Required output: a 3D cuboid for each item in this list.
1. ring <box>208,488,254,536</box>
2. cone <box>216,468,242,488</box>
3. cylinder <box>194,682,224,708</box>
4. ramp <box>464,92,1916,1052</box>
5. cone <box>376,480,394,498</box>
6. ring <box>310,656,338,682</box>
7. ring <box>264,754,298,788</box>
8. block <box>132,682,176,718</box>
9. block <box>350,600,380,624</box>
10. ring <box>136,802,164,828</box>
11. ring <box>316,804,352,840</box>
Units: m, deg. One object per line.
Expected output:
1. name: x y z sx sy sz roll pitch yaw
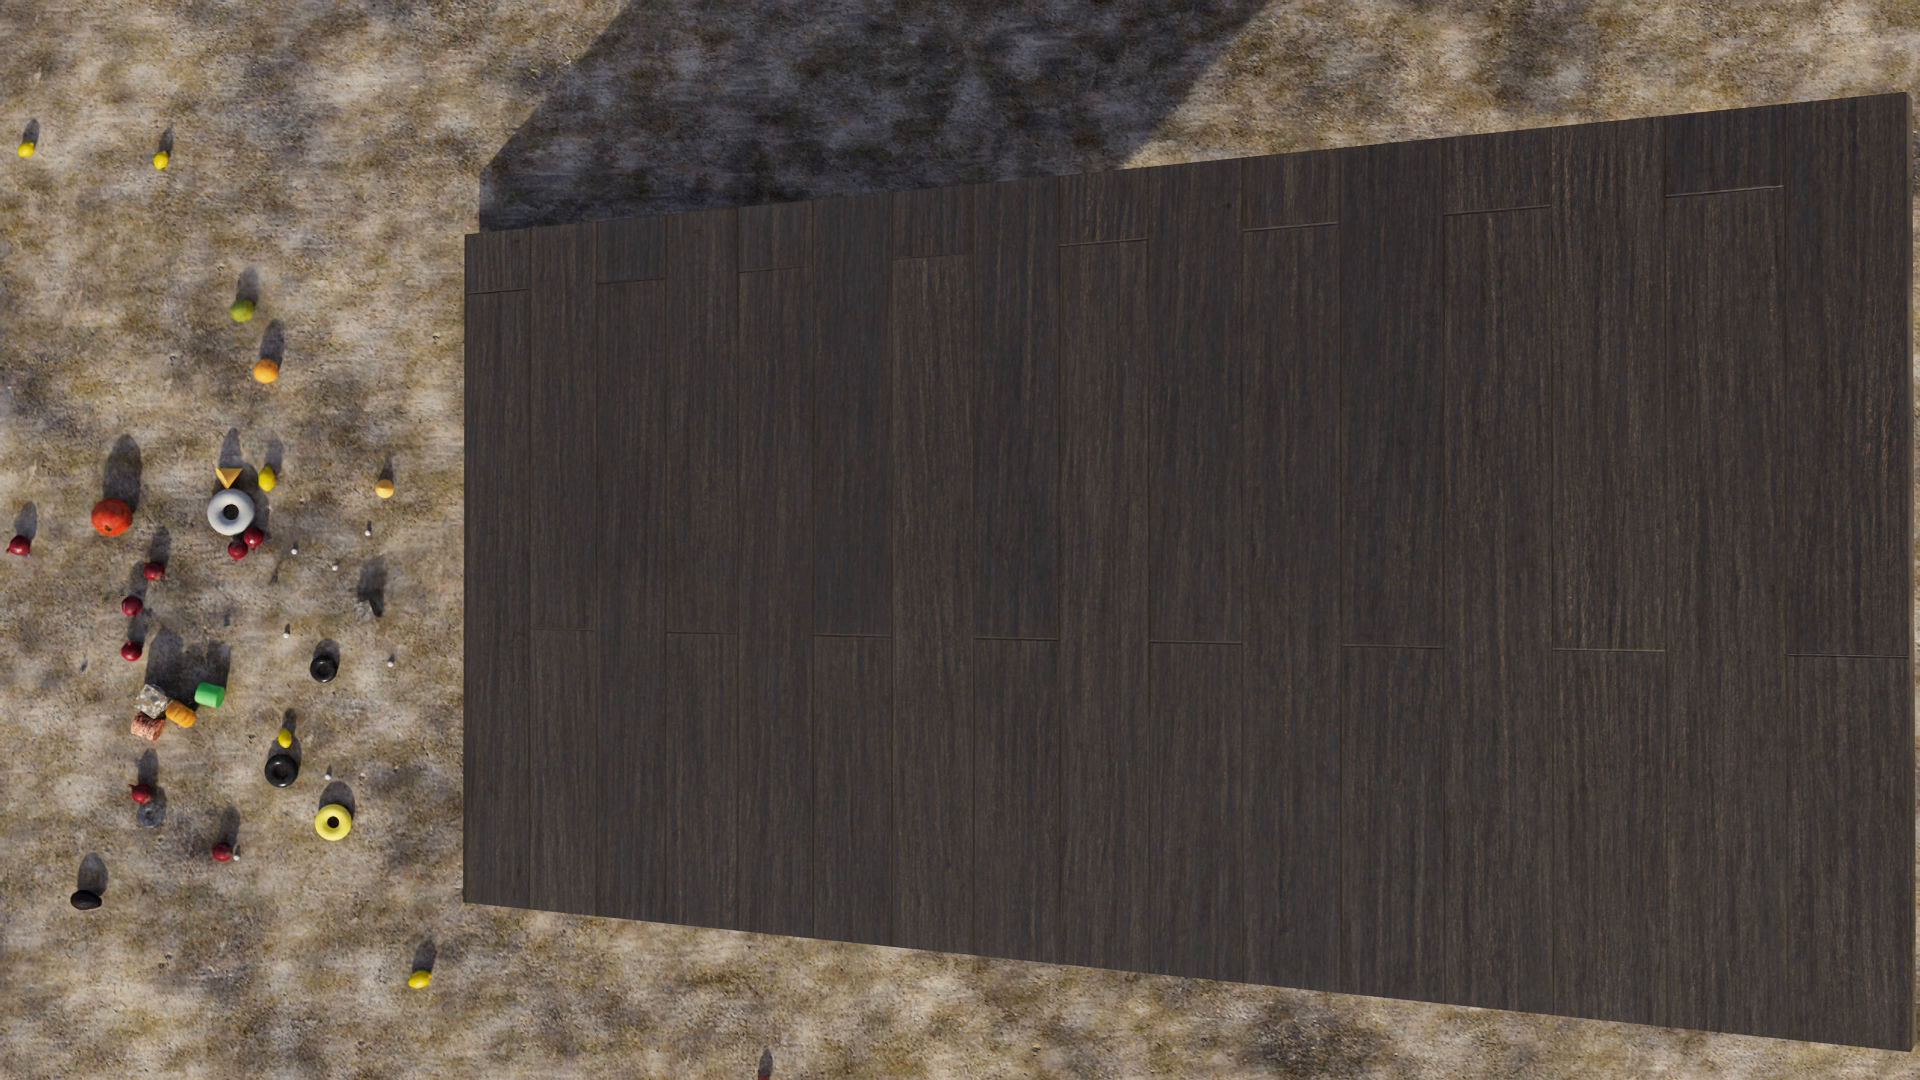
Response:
1. ring: -2.203 -0.085 6.649 0.144 0.048 0.144 0 88 0
2. cone: -2.202 -0.202 6.658 0.072 0.072 0.072 -31 89 -27
3. cylinder: -2.263 0.468 6.635 0.065 0.065 0.065 15 89 0
4. ramp: 0.269 0.074 5.625 4.000 0.100 2.000 0 89 30
5. cone: -1.745 -0.157 6.646 0.056 0.056 0.056 0 89 0
6. ring: -1.926 0.391 6.655 0.083 0.028 0.083 0 91 0
7. ring: -2.052 0.698 6.649 0.102 0.034 0.102 0 89 1
8. block: -2.428 0.483 6.630 0.076 0.076 0.076 33 90 0
9. block: -1.795 0.216 6.641 0.058 0.058 0.058 -22 89 0
10. ring: -2.449 0.833 6.651 0.082 0.027 0.082 0 90 -1
11. ring: -1.894 0.853 6.646 0.110 0.037 0.110 0 89 -1
